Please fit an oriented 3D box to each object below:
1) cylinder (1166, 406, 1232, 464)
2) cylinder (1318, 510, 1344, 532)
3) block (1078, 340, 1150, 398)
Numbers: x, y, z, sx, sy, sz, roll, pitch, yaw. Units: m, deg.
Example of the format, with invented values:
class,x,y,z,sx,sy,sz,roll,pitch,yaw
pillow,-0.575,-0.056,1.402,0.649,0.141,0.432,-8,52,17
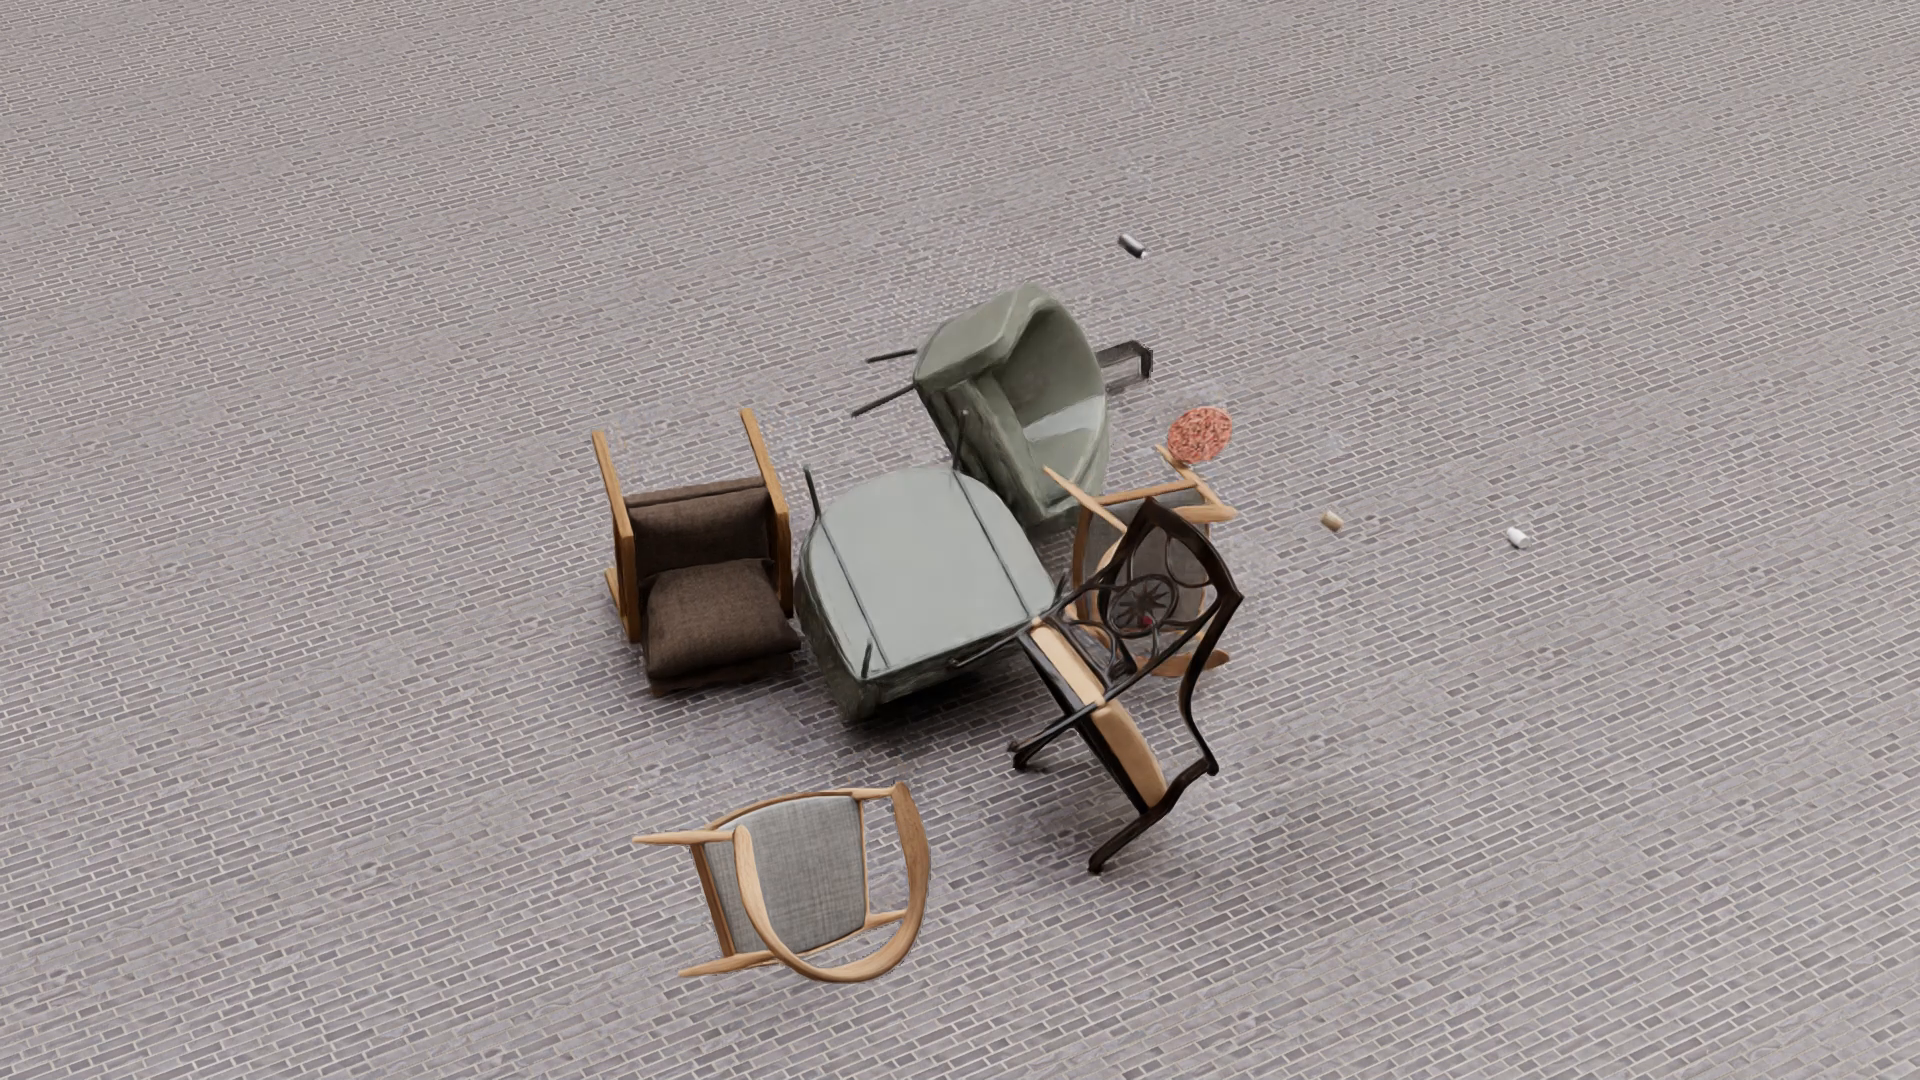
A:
class,x,y,z,sx,sy,sz,roll,pitch,yaw
cylinder,0.838,-0.368,10.255,0.235,0.184,0.105,-29,0,9
cylinder,1.368,-0.070,10.796,0.072,0.057,0.056,36,58,-9
block,0.624,-0.695,11.885,0.277,0.125,0.120,-21,39,-28
